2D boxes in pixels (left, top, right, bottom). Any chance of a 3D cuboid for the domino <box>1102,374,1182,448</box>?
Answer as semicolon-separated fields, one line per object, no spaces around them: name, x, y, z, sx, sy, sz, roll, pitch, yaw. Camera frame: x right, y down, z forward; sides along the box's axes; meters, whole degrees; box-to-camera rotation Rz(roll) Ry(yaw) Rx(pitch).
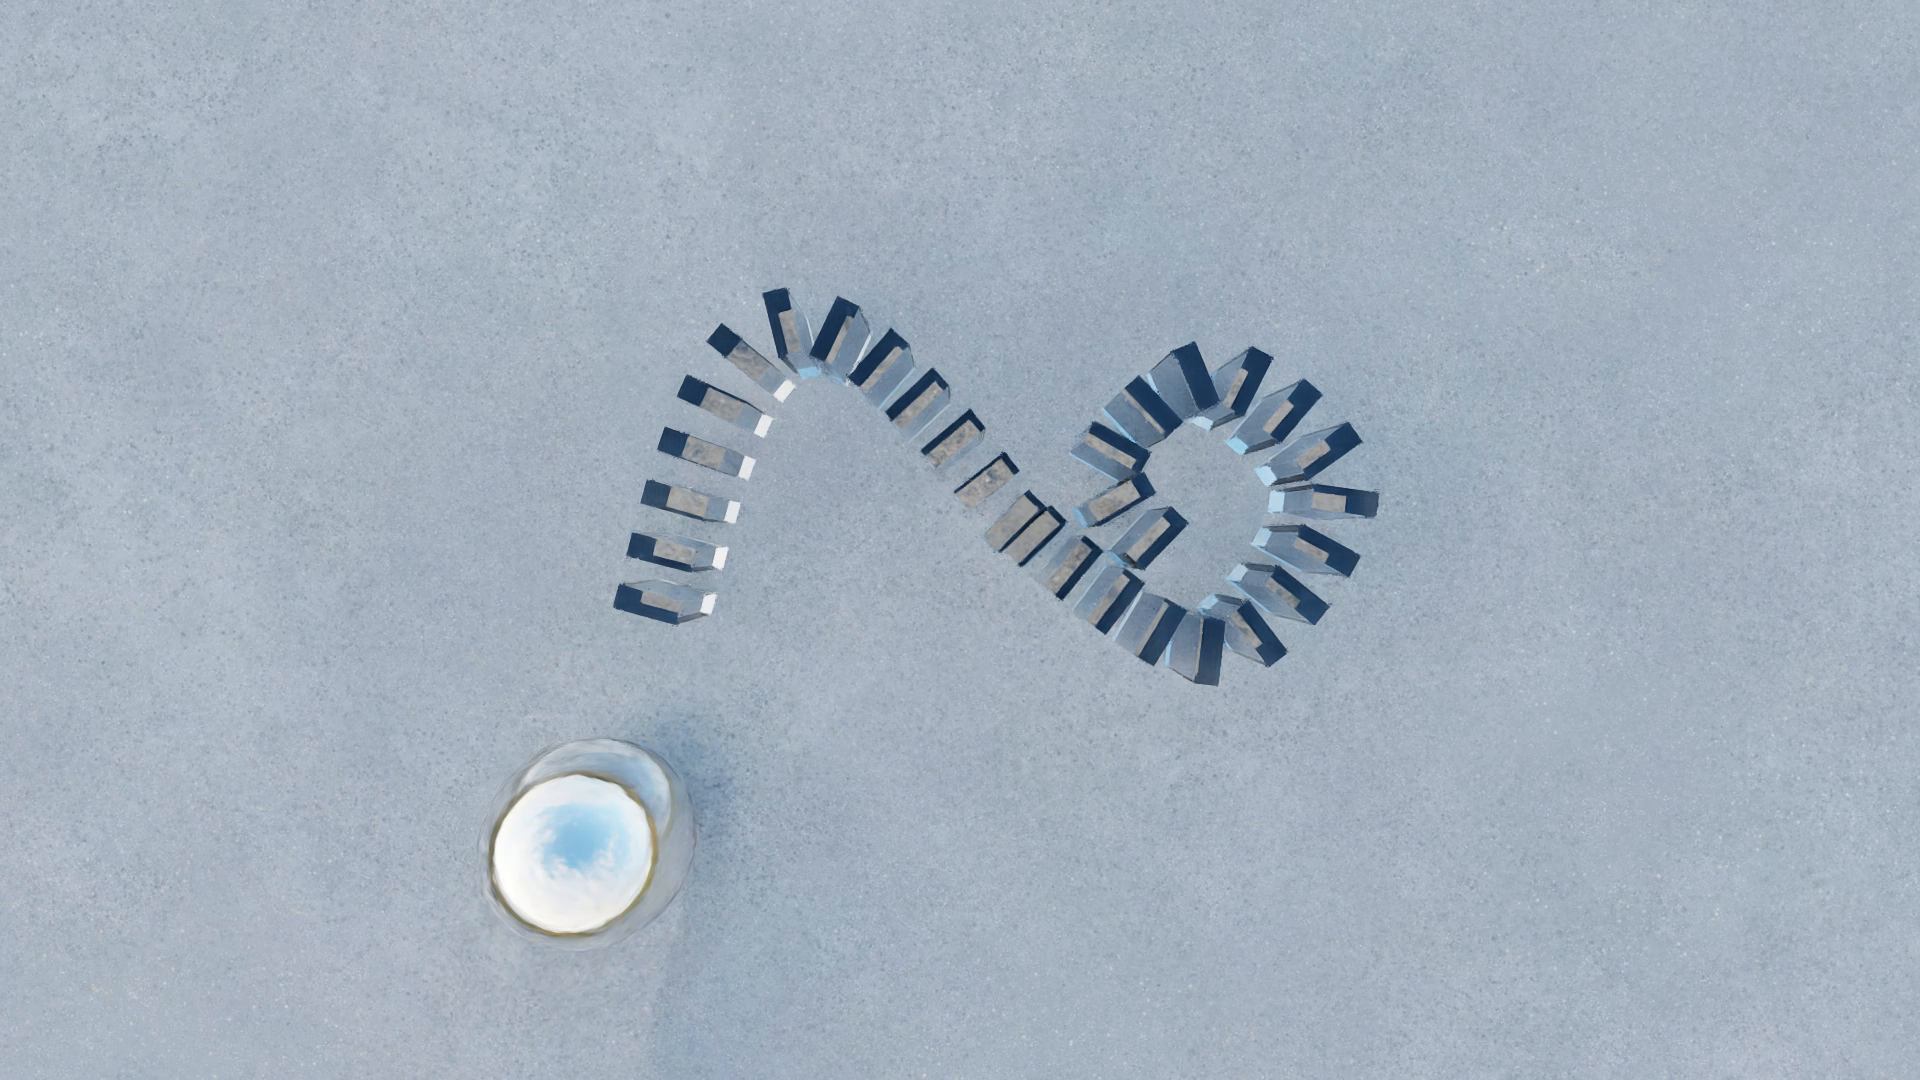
domino;0.073;-0.051;0.375;0.009;0.050;0.025;-43;90;0

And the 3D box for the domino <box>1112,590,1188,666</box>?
domino;0.076;0.035;0.375;0.009;0.050;0.025;31;90;0

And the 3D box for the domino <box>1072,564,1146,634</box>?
domino;0.059;0.024;0.375;0.009;0.050;0.025;37;90;0

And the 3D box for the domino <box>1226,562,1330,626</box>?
domino;0.129;0.021;0.375;0.025;0.050;0.009;39;90;0

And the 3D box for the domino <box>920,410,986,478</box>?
domino;-0.003;-0.039;0.375;0.025;0.050;0.010;-40;90;0

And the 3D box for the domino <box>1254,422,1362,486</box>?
domino;0.141;-0.034;0.375;0.025;0.050;0.010;-35;90;0

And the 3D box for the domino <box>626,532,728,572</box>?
domino;-0.114;0.005;0.375;0.025;0.050;0.010;15;90;0

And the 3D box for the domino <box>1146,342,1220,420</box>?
domino;0.090;-0.063;0.375;0.009;0.050;0.025;-23;90;0

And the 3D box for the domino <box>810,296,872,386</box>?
domino;-0.048;-0.080;0.375;0.009;0.050;0.025;26;90;0

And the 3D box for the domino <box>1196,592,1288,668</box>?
domino;0.114;0.036;0.375;0.009;0.050;0.025;-38;90;0

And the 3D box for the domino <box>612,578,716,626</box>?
domino;-0.120;0.025;0.375;0.025;0.050;0.010;15;90;0

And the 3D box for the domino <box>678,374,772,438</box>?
domino;-0.095;-0.054;0.375;0.025;0.050;0.010;24;90;0

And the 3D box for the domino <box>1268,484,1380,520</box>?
domino;0.147;-0.015;0.375;0.025;0.050;0.009;8;90;0

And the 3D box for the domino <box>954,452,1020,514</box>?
domino;0.010;-0.023;0.375;0.025;0.050;0.009;-38;90;0

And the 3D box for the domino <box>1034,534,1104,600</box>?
domino;0.043;0.011;0.375;0.009;0.050;0.025;40;90;0

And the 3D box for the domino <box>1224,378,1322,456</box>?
domino;0.127;-0.049;0.375;0.010;0.050;0.025;40;90;0

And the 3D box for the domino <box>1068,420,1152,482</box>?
domino;0.060;-0.035;0.375;0.025;0.050;0.010;29;90;0

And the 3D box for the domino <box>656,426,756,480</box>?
domino;-0.103;-0.035;0.375;0.025;0.050;0.009;20;90;0

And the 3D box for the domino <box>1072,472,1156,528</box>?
domino;0.062;-0.016;0.375;0.025;0.050;0.010;-31;90;0

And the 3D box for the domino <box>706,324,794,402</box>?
domino;-0.084;-0.072;0.375;0.025;0.050;0.009;39;90;0

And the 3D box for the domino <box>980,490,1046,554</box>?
domino;0.021;-0.007;0.375;0.010;0.050;0.025;44;90;0

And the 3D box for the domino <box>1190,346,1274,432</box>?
domino;0.110;-0.061;0.375;0.010;0.050;0.025;27;90;0

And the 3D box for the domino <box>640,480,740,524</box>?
domino;-0.109;-0.015;0.375;0.025;0.050;0.010;16;90;0

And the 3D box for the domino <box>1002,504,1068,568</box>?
domino;0.029;-0.001;0.375;0.025;0.050;0.009;-44;90;0

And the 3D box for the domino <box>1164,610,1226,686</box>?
domino;0.095;0.043;0.375;0.009;0.050;0.025;6;90;0

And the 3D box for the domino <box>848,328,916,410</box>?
domino;-0.031;-0.069;0.375;0.010;0.050;0.025;41;90;0

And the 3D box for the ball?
ball;-0.145;0.118;0.360;0.080;0.080;0.080;0;90;0

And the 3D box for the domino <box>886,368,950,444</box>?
domino;-0.016;-0.054;0.375;0.025;0.050;0.010;-43;90;0

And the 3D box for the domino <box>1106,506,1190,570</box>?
domino;0.076;-0.001;0.375;0.010;0.050;0.025;44;90;0

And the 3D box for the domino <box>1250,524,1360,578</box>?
domino;0.140;0.004;0.375;0.025;0.050;0.010;28;90;0

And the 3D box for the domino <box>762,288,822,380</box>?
domino;-0.068;-0.083;0.375;0.009;0.050;0.025;-14;90;0
